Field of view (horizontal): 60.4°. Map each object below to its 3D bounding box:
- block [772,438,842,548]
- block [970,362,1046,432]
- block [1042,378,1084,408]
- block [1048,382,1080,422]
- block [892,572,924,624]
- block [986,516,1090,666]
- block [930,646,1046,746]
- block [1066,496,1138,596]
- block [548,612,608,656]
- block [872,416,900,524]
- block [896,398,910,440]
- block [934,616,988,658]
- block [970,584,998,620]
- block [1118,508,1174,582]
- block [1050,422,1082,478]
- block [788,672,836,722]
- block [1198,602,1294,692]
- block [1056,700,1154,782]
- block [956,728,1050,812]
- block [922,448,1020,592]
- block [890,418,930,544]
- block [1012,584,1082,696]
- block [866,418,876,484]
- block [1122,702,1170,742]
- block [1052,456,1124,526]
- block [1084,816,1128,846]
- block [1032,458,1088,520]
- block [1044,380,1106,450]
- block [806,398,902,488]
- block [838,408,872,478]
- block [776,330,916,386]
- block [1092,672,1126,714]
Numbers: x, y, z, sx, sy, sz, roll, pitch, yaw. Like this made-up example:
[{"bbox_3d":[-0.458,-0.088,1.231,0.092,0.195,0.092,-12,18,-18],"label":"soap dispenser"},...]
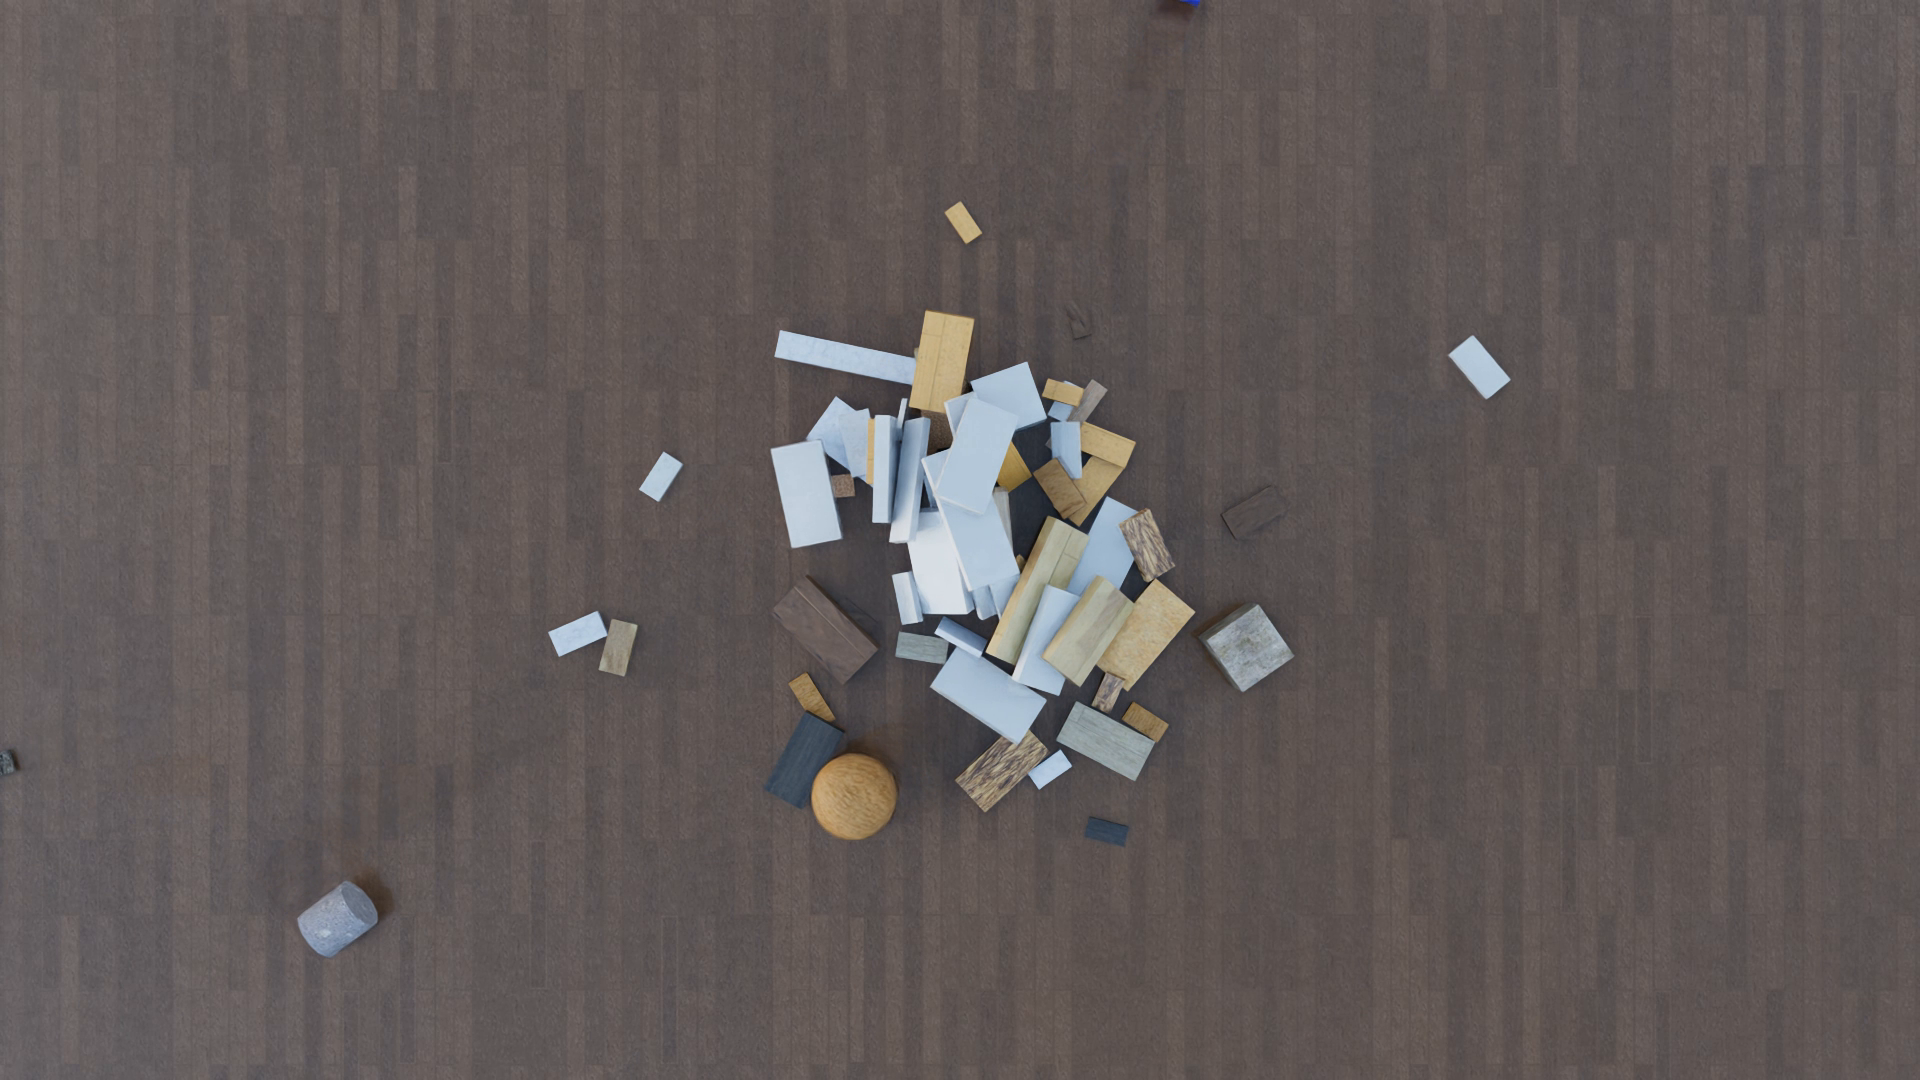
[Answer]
[{"bbox_3d":[-0.506,-0.154,5.448,0.167,0.047,0.335,-11,100,0],"label":"block"},{"bbox_3d":[0.157,-0.451,5.403,0.193,0.193,0.193,-20,90,0],"label":"block"},{"bbox_3d":[0.341,-0.488,5.469,0.126,0.018,0.063,18,86,19],"label":"block"},{"bbox_3d":[0.350,-0.458,5.480,0.064,0.018,0.128,28,89,20],"label":"block"},{"bbox_3d":[-0.174,0.192,5.460,0.024,0.084,0.168,-11,90,-41],"label":"block"},{"bbox_3d":[0.257,0.177,5.398,0.165,0.047,0.489,26,87,-37],"label":"block"},{"bbox_3d":[0.094,0.507,5.443,0.346,0.049,0.173,34,72,2],"label":"block"},{"bbox_3d":[0.447,0.129,5.476,0.173,0.049,0.525,26,90,0],"label":"block"},{"bbox_3d":[-1.268,0.312,5.488,0.175,0.025,0.088,-24,90,0],"label":"block"},{"bbox_3d":[-0.239,-0.227,5.363,0.049,0.171,0.343,1,90,9],"label":"block"},{"bbox_3d":[-0.188,-0.397,5.436,0.018,0.064,0.128,2,54,10],"label":"block"},{"bbox_3d":[0.005,0.321,5.457,0.168,0.084,0.024,29,119,0],"label":"block"},{"bbox_3d":[0.086,0.148,5.395,0.103,0.029,0.206,-25,114,-19],"label":"block"},{"bbox_3d":[0.617,0.017,5.441,0.109,0.031,0.219,-30,108,-12],"label":"block"},{"bbox_3d":[0.352,-0.297,5.450,0.093,0.026,0.185,1,101,24],"label":"block"},{"bbox_3d":[-0.492,0.535,5.490,0.072,0.020,0.183,-32,90,0],"label":"block"},{"bbox_3d":[0.933,0.348,5.399,0.203,0.203,0.203,-35,90,0],"label":"block"},{"bbox_3d":[0.482,0.665,5.479,0.294,0.042,0.147,27,90,0],"label":"block"},{"bbox_3d":[0.142,0.749,5.479,0.294,0.042,0.147,-43,90,0],"label":"block"},{"bbox_3d":[0.033,-0.076,5.264,0.167,0.047,0.448,-20,88,-13],"label":"block"},{"bbox_3d":[-0.161,-0.193,5.340,0.029,0.103,0.406,15,76,-37],"label":"block"},{"bbox_3d":[0.303,0.328,5.393,0.165,0.047,0.329,20,90,-27],"label":"block"},{"bbox_3d":[-0.277,-0.285,5.368,0.030,0.104,0.209,2,90,8],"label":"block"},{"bbox_3d":[0.616,0.605,5.490,0.143,0.020,0.072,33,90,0],"label":"block"},{"bbox_3d":[0.431,-0.180,5.485,0.109,0.031,0.259,38,90,0],"label":"block"},{"bbox_3d":[0.488,0.970,5.491,0.134,0.019,0.067,14,90,0],"label":"block"},{"bbox_3d":[0.331,-0.171,5.447,0.093,0.026,0.185,-35,86,15],"label":"block"},{"bbox_3d":[0.386,-0.408,5.491,0.063,0.018,0.270,36,90,0],"label":"block"},{"bbox_3d":[-0.321,-0.304,5.476,0.343,0.049,0.171,36,90,0],"label":"block"},{"bbox_3d":[-0.329,-0.319,5.437,0.104,0.030,0.209,-13,90,0],"label":"block"},{"bbox_3d":[-0.371,-0.604,5.488,0.480,0.025,0.088,12,90,0],"label":"block"},{"bbox_3d":[0.491,0.505,5.461,0.067,0.019,0.134,25,114,7],"label":"block"}]
